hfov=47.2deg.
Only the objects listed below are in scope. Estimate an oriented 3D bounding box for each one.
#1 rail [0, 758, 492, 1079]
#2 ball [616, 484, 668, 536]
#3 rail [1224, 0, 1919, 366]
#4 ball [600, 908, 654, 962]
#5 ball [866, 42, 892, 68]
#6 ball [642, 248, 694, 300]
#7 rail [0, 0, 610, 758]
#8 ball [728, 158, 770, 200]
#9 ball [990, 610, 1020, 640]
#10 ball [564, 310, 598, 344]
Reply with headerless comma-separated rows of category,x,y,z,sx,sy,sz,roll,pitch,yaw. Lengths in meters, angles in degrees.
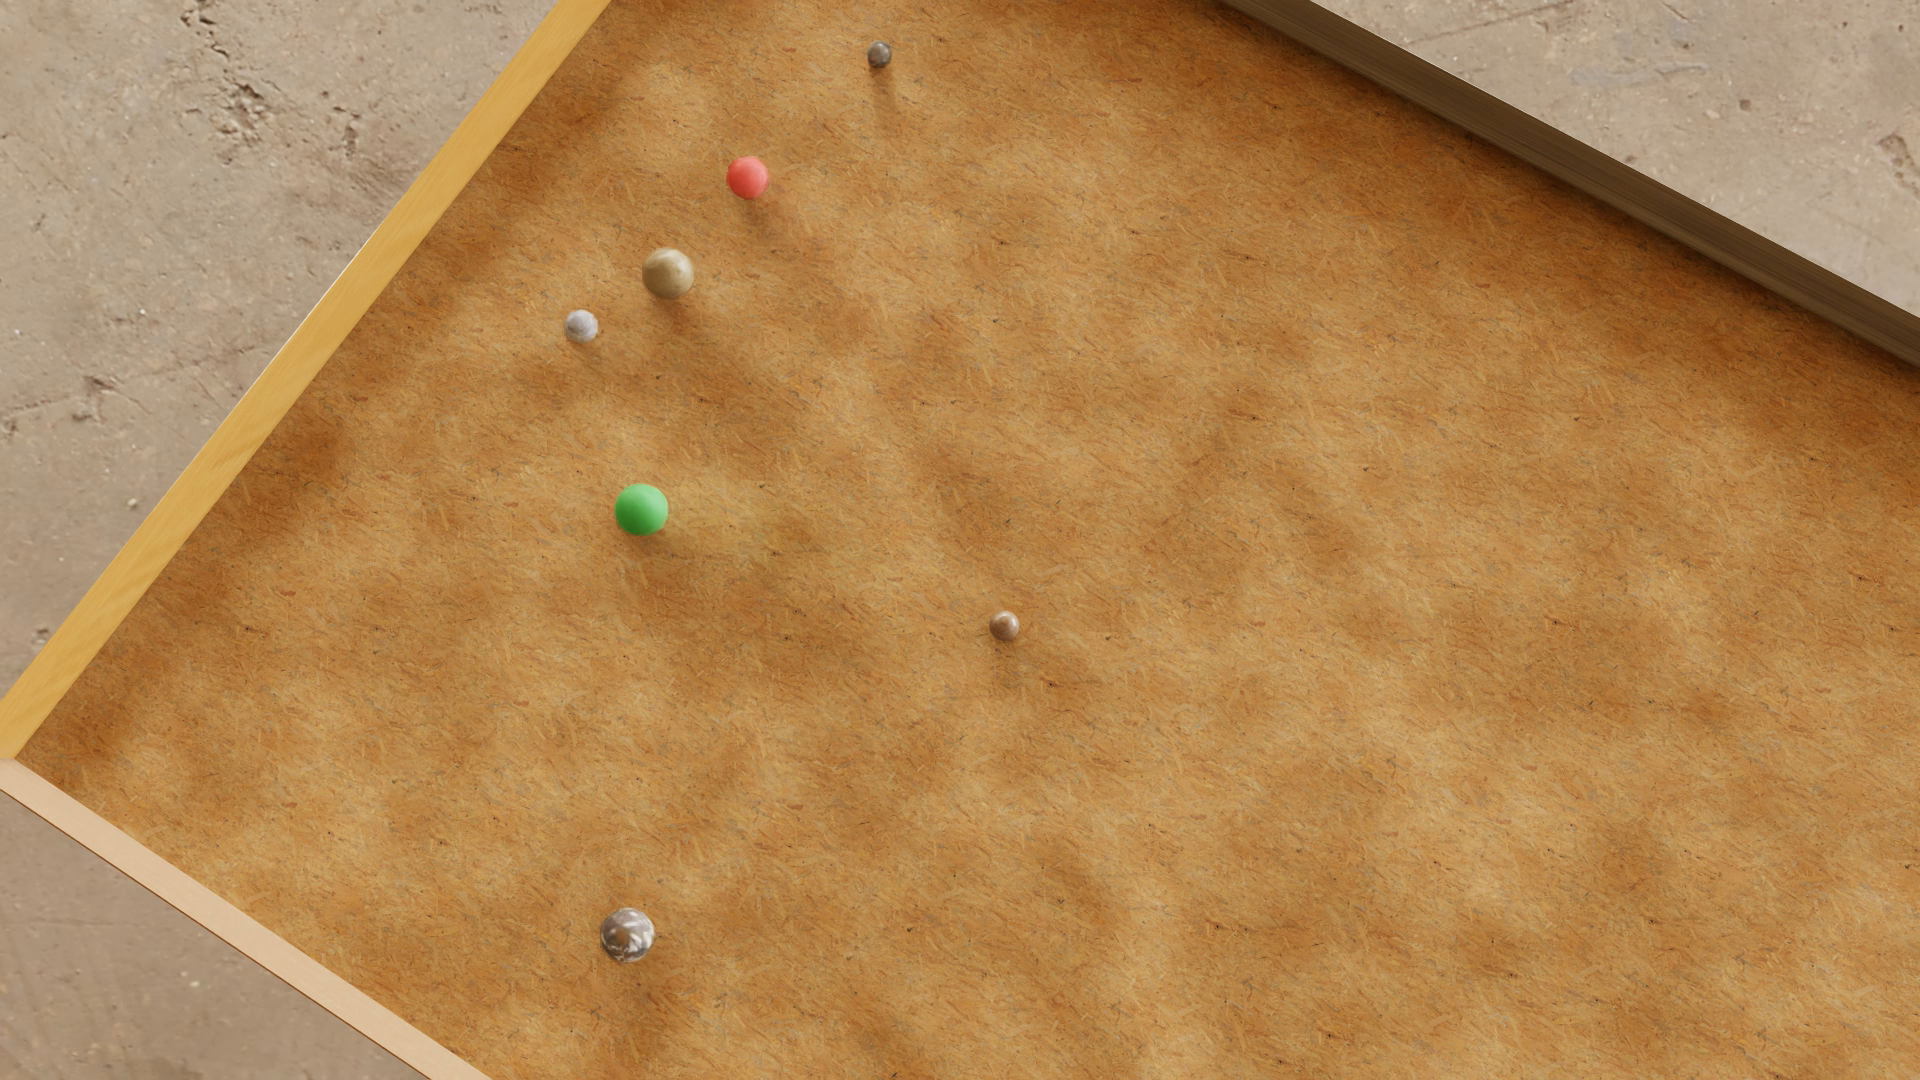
rail,0.329,1.382,2.920,4.242,0.108,0.045,31,73,10
ball,-0.497,-0.047,3.440,0.082,0.082,0.082,0,71,0
rail,1.469,-0.337,3.528,4.242,0.108,0.045,31,73,10
ball,-0.487,0.578,3.221,0.079,0.079,0.079,0,71,0
ball,-0.137,-0.824,3.735,0.043,0.043,0.043,0,71,0
ball,-0.474,-0.432,3.576,0.083,0.083,0.083,0,71,0
rail,-0.879,-0.526,3.595,0.045,0.108,2.198,31,73,10
ball,-0.350,-0.599,3.642,0.069,0.069,0.069,0,71,0
ball,0.068,0.132,3.395,0.047,0.047,0.047,0,71,0
ball,-0.613,-0.345,3.561,0.054,0.054,0.054,0,71,0
